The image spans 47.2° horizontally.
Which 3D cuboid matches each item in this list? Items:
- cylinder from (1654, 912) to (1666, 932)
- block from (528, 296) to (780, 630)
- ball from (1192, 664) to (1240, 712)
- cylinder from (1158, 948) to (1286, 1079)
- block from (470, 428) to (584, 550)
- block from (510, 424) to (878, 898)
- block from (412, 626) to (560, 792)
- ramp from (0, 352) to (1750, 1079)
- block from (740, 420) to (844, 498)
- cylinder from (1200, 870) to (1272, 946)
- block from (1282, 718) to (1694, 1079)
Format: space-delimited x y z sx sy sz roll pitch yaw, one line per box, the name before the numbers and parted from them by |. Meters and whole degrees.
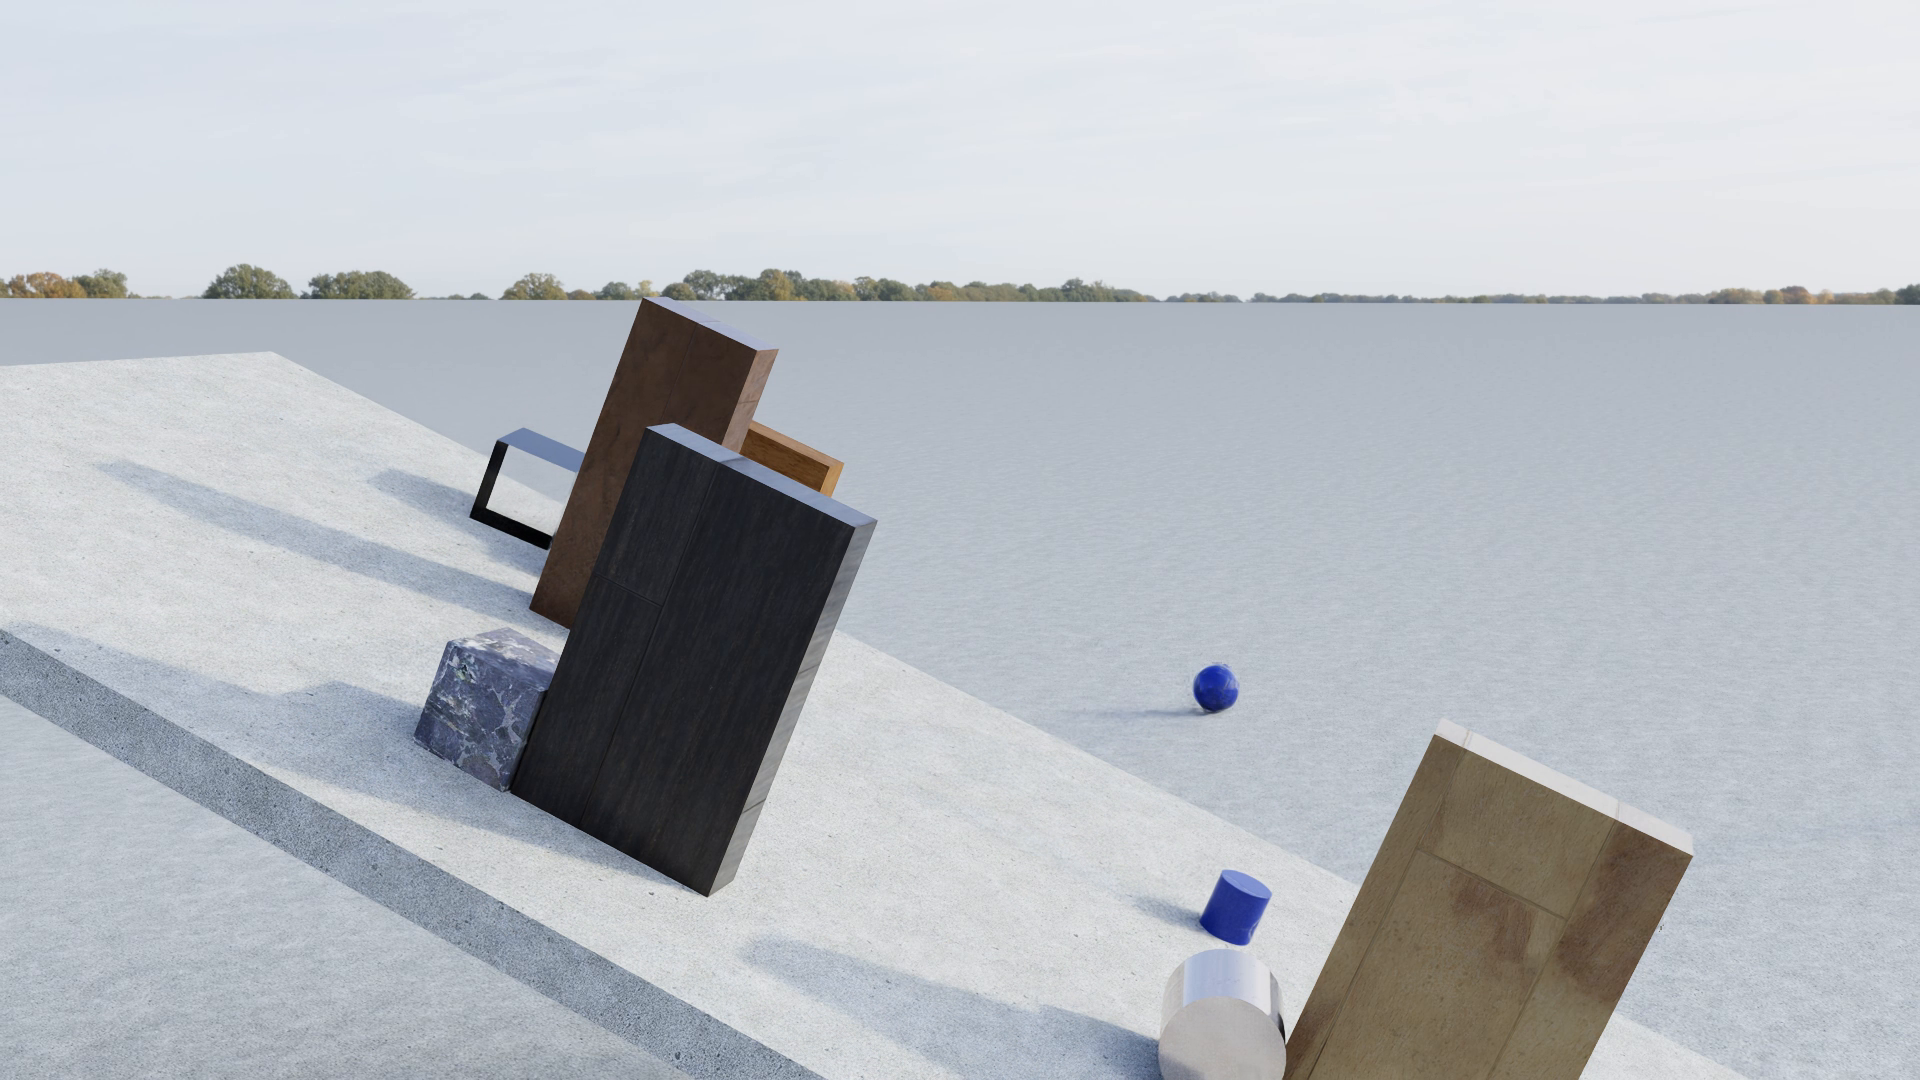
cylinder | 1.856 0.999 6.212 0.207 0.207 0.207 7 9 43
block | -0.623 -0.121 4.452 0.264 0.690 0.114 25 13 13
ball | 1.086 0.629 9.329 0.201 0.201 0.201 0 7 0
cylinder | 0.428 0.799 3.582 0.202 0.202 0.202 1 11 7
block | -0.964 -0.118 4.989 0.191 0.191 0.191 23 13 2
block | -0.436 0.193 3.561 0.381 0.661 0.106 25 13 13
block | -0.767 0.283 3.707 0.188 0.188 0.188 26 13 16
ramp | -0.295 0.518 4.188 4.000 0.100 2.000 25 13 13
block | -0.529 -0.058 4.938 0.408 0.428 0.095 25 13 13
cylinder | 0.539 0.719 4.301 0.108 0.108 0.108 21 13 -5
block | 0.817 0.698 3.528 0.424 0.697 0.136 25 13 13
